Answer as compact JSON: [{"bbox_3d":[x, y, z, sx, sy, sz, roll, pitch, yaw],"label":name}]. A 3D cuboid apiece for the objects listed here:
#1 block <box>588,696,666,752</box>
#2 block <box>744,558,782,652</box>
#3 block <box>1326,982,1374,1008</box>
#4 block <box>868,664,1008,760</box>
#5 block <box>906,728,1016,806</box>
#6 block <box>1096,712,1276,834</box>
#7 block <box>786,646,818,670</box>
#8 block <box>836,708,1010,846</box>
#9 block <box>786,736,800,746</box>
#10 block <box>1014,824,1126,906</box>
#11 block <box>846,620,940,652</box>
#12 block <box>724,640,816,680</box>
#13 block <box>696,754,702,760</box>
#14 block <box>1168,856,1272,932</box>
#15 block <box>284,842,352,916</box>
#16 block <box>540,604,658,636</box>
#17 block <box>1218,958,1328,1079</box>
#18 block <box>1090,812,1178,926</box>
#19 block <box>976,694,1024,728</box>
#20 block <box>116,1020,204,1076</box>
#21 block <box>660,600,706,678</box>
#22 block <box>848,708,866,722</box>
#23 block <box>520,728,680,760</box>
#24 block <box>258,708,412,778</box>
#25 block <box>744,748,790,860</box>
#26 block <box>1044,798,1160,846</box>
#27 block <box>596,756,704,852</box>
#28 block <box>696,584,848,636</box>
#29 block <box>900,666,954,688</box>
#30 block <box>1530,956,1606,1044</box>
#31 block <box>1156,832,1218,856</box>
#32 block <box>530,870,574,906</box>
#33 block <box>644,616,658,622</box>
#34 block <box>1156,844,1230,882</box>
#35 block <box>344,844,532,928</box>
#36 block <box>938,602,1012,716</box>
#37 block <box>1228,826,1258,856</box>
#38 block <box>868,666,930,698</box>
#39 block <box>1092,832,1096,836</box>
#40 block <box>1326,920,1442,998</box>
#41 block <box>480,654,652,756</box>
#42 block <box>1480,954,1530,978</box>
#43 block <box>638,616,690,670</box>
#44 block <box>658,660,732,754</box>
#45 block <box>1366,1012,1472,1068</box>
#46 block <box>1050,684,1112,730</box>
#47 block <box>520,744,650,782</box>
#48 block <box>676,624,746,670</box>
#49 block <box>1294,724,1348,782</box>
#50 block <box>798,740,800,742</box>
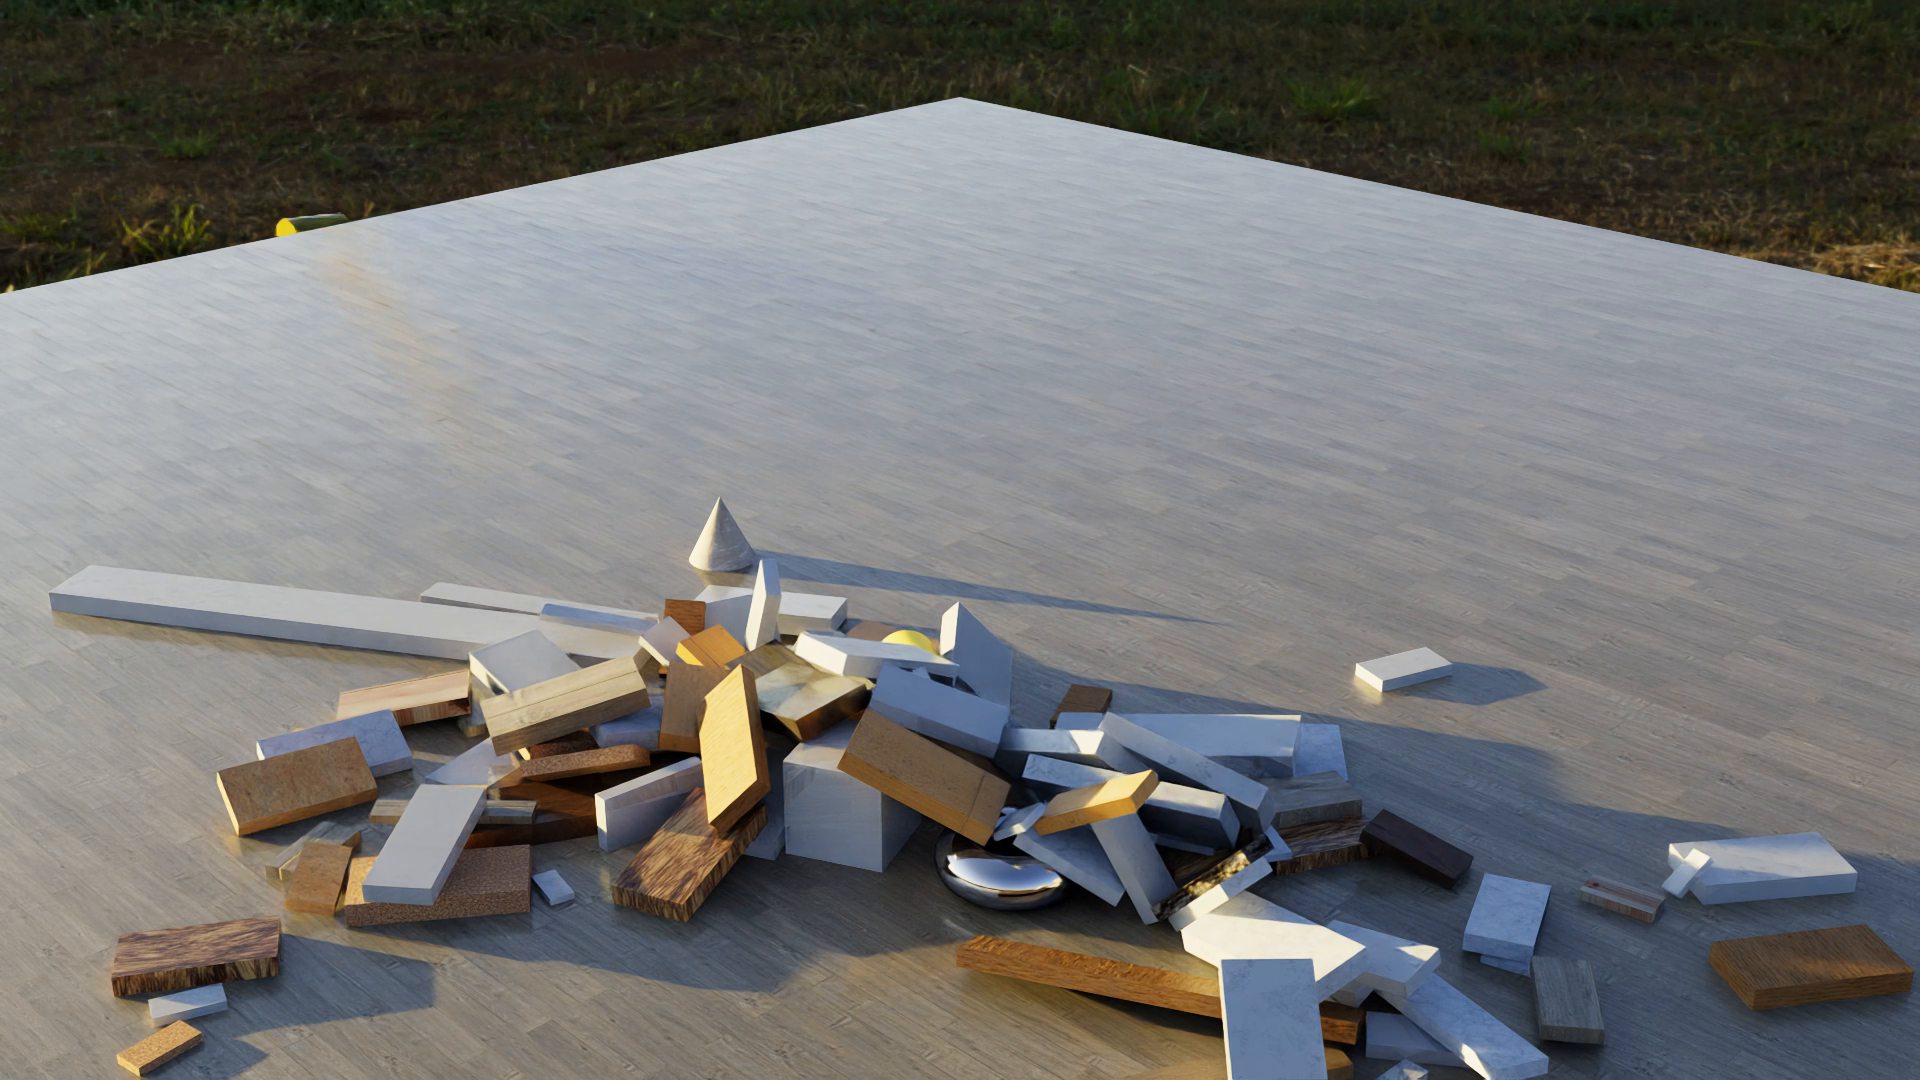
[{"bbox_3d":[-0.613,0.385,4.642,0.329,0.047,0.164,-2,21,-26],"label":"block"},{"bbox_3d":[-0.435,0.171,4.850,0.034,0.241,0.121,3,41,-15],"label":"block"},{"bbox_3d":[0.630,0.756,3.872,0.217,0.031,0.108,6,30,40],"label":"block"},{"bbox_3d":[-0.044,0.339,4.372,0.266,0.038,0.133,20,30,-1],"label":"block"},{"bbox_3d":[-0.006,0.449,4.416,0.038,0.266,0.133,-36,2,33],"label":"block"},{"bbox_3d":[0.439,0.453,4.269,0.346,0.173,0.049,25,74,21],"label":"block"},{"bbox_3d":[-0.359,0.272,5.089,0.171,0.024,0.086,-3,23,-7],"label":"block"},{"bbox_3d":[-0.067,0.451,4.197,0.316,0.045,0.158,28,30,-1],"label":"block"},{"bbox_3d":[-0.346,0.375,4.771,0.121,0.034,0.241,-16,40,-34],"label":"block"},{"bbox_3d":[0.220,0.589,4.124,0.223,0.032,0.112,30,33,10],"label":"block"},{"bbox_3d":[-0.134,0.255,5.081,0.263,0.037,0.131,15,24,22],"label":"block"},{"bbox_3d":[-0.382,0.303,4.702,0.132,0.037,0.264,-26,33,-25],"label":"block"},{"bbox_3d":[-0.449,0.490,4.563,0.235,0.033,0.117,10,25,23],"label":"block"},{"bbox_3d":[0.471,0.644,3.993,0.110,0.221,0.031,-26,77,-30],"label":"block"},{"bbox_3d":[-1.216,0.641,4.173,0.090,0.026,0.180,9,27,-8],"label":"block"},{"bbox_3d":[-0.811,0.193,5.120,0.327,0.016,0.058,10,25,0],"label":"block"},{"bbox_3d":[0.512,0.829,3.582,0.154,0.044,0.308,-1,49,0],"label":"block"},{"bbox_3d":[0.326,0.592,4.100,0.032,0.223,0.112,-24,9,32],"label":"block"},{"bbox_3d":[0.087,0.382,4.591,0.119,0.034,0.239,35,-4,12],"label":"block"},{"bbox_3d":[-1.351,0.858,3.716,0.062,0.017,0.123,16,28,33],"label":"block"},{"bbox_3d":[-0.635,0.227,5.034,0.092,0.026,0.184,3,64,-5],"label":"block"},{"bbox_3d":[-0.199,0.411,4.613,0.132,0.037,0.264,-16,40,-34],"label":"block"},{"bbox_3d":[-0.747,0.406,4.674,0.393,0.047,0.164,-3,22,-28],"label":"block"},{"bbox_3d":[-1.304,0.448,4.589,0.282,0.040,0.141,-14,49,-29],"label":"block"},{"bbox_3d":[-0.380,0.526,4.409,0.140,0.040,0.280,8,34,19],"label":"block"},{"bbox_3d":[0.271,0.547,4.238,0.223,0.032,0.112,16,-1,7],"label":"block"},{"bbox_3d":[-0.613,0.525,4.374,0.235,0.117,0.033,-19,29,-37],"label":"block"},{"bbox_3d":[-0.457,0.170,5.260,0.344,0.049,0.172,5,16,9],"label":"block"},{"bbox_3d":[-0.090,0.392,4.520,0.119,0.242,0.034,14,-16,-22],"label":"block"},{"bbox_3d":[1.049,0.794,3.802,0.104,0.029,0.208,3,23,8],"label":"block"},{"bbox_3d":[0.442,0.582,4.294,0.127,0.018,0.063,9,25,20],"label":"block"},{"bbox_3d":[-0.775,0.661,4.185,0.049,0.014,0.097,-14,27,-29],"label":"block"},{"bbox_3d":[-0.687,0.217,5.173,0.116,0.058,0.016,8,20,17],"label":"block"},{"bbox_3d":[0.457,0.604,4.300,0.197,0.028,0.099,-17,28,-35],"label":"block"},{"bbox_3d":[-0.984,0.652,4.162,0.334,0.047,0.167,-4,23,-8],"label":"block"},{"bbox_3d":[0.033,0.284,4.883,0.050,0.177,0.354,-41,16,17],"label":"block"},{"bbox_3d":[0.548,0.608,4.233,0.056,0.016,0.113,-32,31,23],"label":"block"},{"bbox_3d":[-0.082,0.405,4.475,0.133,0.266,0.038,-22,-2,-29],"label":"block"},{"bbox_3d":[0.227,0.568,4.388,0.184,0.026,0.092,16,28,33],"label":"block"},{"bbox_3d":[0.711,0.725,3.818,0.217,0.031,0.108,9,31,43],"label":"block"},{"bbox_3d":[-0.823,0.342,4.583,0.328,0.047,0.164,-18,28,-13],"label":"block"},{"bbox_3d":[0.991,0.757,3.959,0.095,0.014,0.048,13,26,28],"label":"block"},{"bbox_3d":[-0.628,0.261,4.975,0.184,0.026,0.092,42,50,13],"label":"block"},{"bbox_3d":[-0.554,0.352,4.607,0.135,0.038,0.269,9,29,-8],"label":"block"},{"bbox_3d":[0.785,0.847,3.729,0.191,0.027,0.095,4,23,9],"label":"block"},{"bbox_3d":[0.268,0.374,4.845,0.092,0.026,0.185,7,24,16],"label":"block"},{"bbox_3d":[-0.761,0.454,4.475,0.235,0.033,0.117,-9,-12,6],"label":"block"},{"bbox_3d":[-0.507,0.293,4.896,0.241,0.034,0.121,41,42,24],"label":"block"},{"bbox_3d":[0.744,0.460,4.633,0.123,0.035,0.247,2,23,4],"label":"block"},{"bbox_3d":[-0.313,0.371,4.717,0.132,0.037,0.264,-15,39,-32],"label":"block"}]
